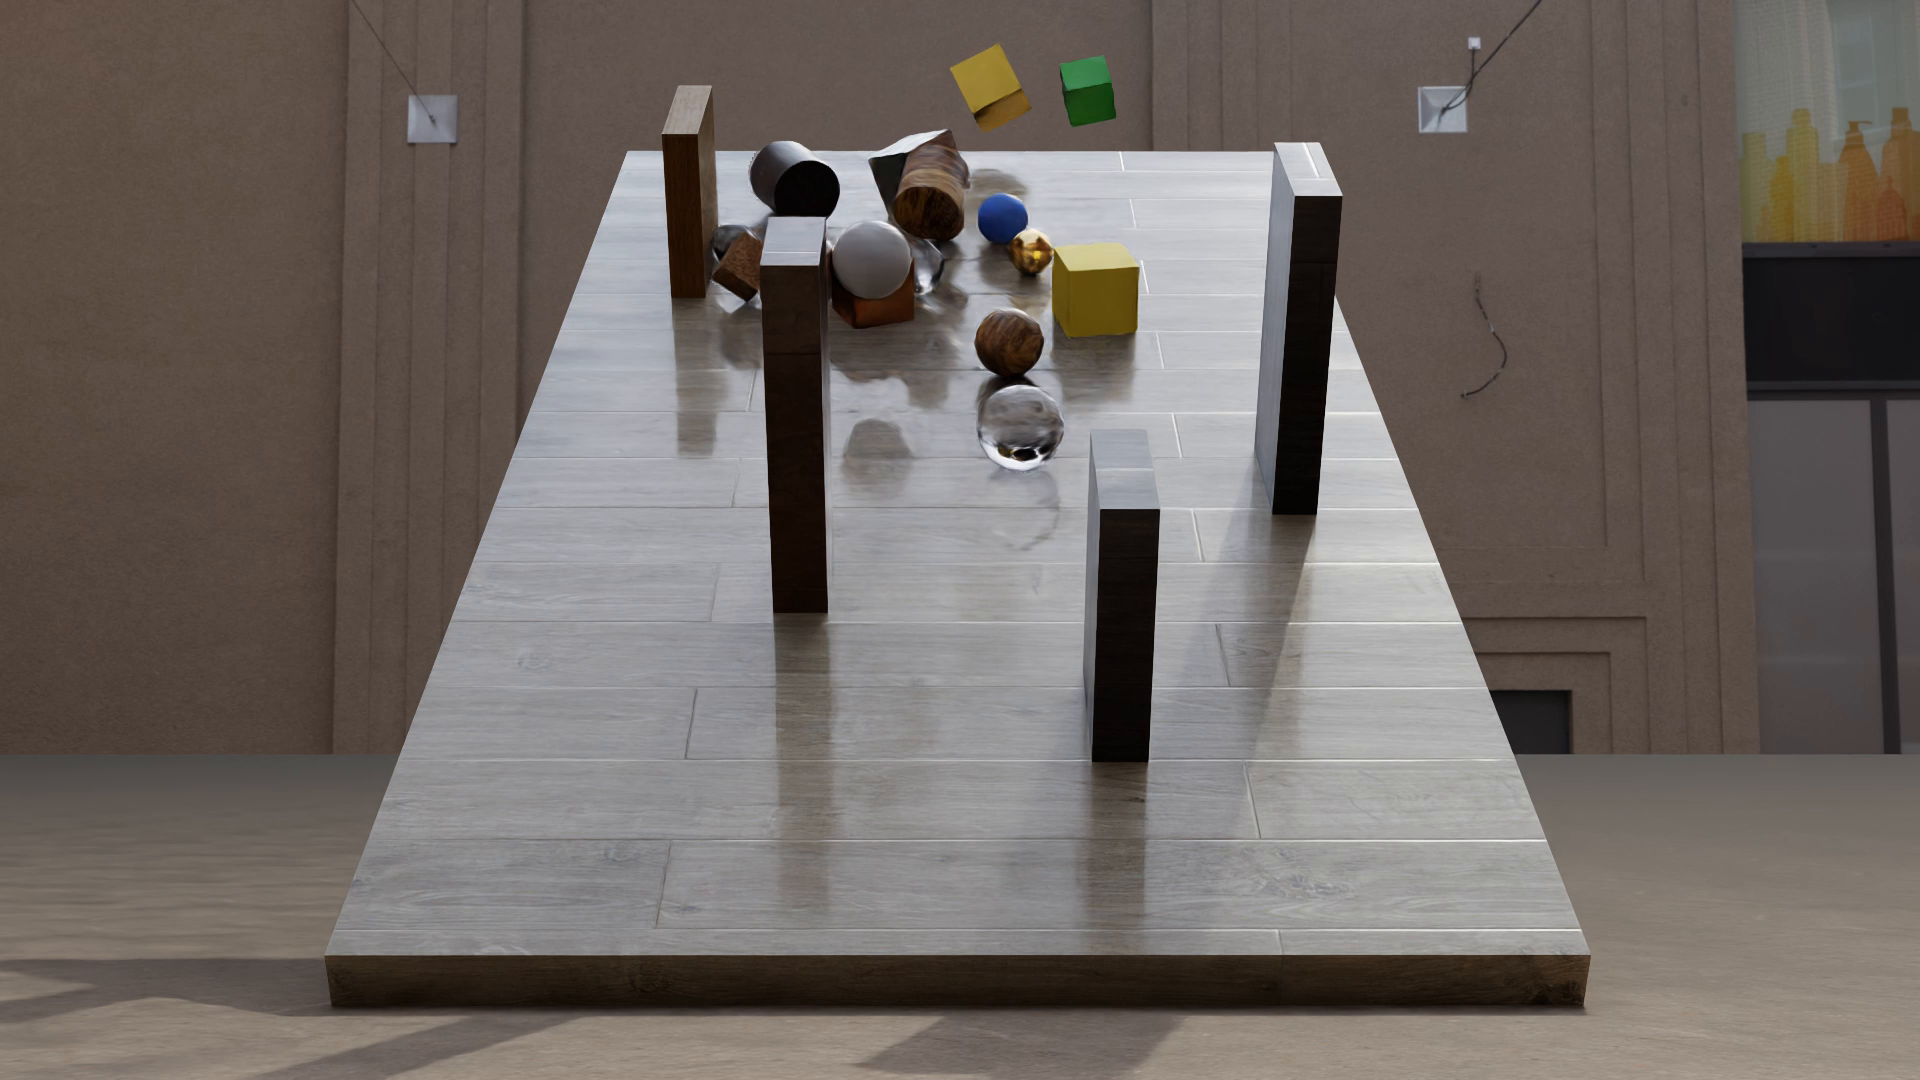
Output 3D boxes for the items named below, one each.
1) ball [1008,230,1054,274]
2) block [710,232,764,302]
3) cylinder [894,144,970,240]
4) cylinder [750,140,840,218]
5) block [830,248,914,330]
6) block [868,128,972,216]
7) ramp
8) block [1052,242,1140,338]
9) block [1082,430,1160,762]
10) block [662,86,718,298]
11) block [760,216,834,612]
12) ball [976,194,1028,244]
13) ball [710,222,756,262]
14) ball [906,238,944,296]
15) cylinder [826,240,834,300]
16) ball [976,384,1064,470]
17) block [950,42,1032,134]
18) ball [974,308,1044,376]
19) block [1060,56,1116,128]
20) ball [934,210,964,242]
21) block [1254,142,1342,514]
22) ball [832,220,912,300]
[{"bbox_3d":[0.190,-0.771,6.362,0.120,0.120,0.120,0,-5,0],"label":"ball"},{"bbox_3d":[-0.555,-0.706,6.150,0.114,0.114,0.114,33,-19,-13],"label":"block"},{"bbox_3d":[-0.074,-0.911,6.228,0.175,0.175,0.175,6,-42,6],"label":"cylinder"},{"bbox_3d":[-0.468,-1.009,6.733,0.196,0.196,0.196,3,24,-29],"label":"cylinder"},{"bbox_3d":[-0.224,-0.654,6.092,0.162,0.162,0.162,-11,30,-21],"label":"block"},{"bbox_3d":[-0.112,-1.003,6.496,0.171,0.171,0.171,-35,24,-35],"label":"block"},{"bbox_3d":[-0.011,-0.225,5.552,2.000,0.100,4.000,0,28,0],"label":"ramp"},{"bbox_3d":[0.343,-0.636,6.042,0.179,0.179,0.179,-5,28,-10],"label":"block"},{"bbox_3d":[0.286,0.098,4.277,0.102,0.507,0.321,0,28,0],"label":"block"},{"bbox_3d":[-0.711,-0.927,6.307,0.091,0.444,0.418,0,28,0],"label":"block"},{"bbox_3d":[-0.317,-0.242,4.680,0.109,0.735,0.263,0,28,0],"label":"block"},{"bbox_3d":[0.117,-0.886,6.563,0.140,0.140,0.140,0,-5,0],"label":"ball"},{"bbox_3d":[-0.605,-0.788,6.357,0.122,0.122,0.122,0,-5,0],"label":"ball"},{"bbox_3d":[-0.116,-0.713,6.219,0.149,0.149,0.149,0,-5,0],"label":"ball"},{"bbox_3d":[-0.392,-0.721,6.193,0.153,0.153,0.153,5,32,-45],"label":"cylinder"},{"bbox_3d":[0.134,-0.250,5.284,0.194,0.194,0.194,0,-5,0],"label":"ball"},{"bbox_3d":[0.095,-1.372,7.234,0.167,0.167,0.167,-26,-17,6],"label":"block"},{"bbox_3d":[0.119,-0.477,5.750,0.166,0.166,0.166,0,-5,0],"label":"ball"},{"bbox_3d":[0.368,-1.293,6.857,0.131,0.131,0.131,-11,-43,0],"label":"block"},{"bbox_3d":[-0.046,-0.888,6.587,0.120,0.120,0.120,0,-5,0],"label":"ball"},{"bbox_3d":[0.721,-0.452,5.106,0.096,0.720,0.339,0,28,0],"label":"block"},{"bbox_3d":[-0.213,-0.675,5.729,0.190,0.190,0.190,0,-5,0],"label":"ball"}]
